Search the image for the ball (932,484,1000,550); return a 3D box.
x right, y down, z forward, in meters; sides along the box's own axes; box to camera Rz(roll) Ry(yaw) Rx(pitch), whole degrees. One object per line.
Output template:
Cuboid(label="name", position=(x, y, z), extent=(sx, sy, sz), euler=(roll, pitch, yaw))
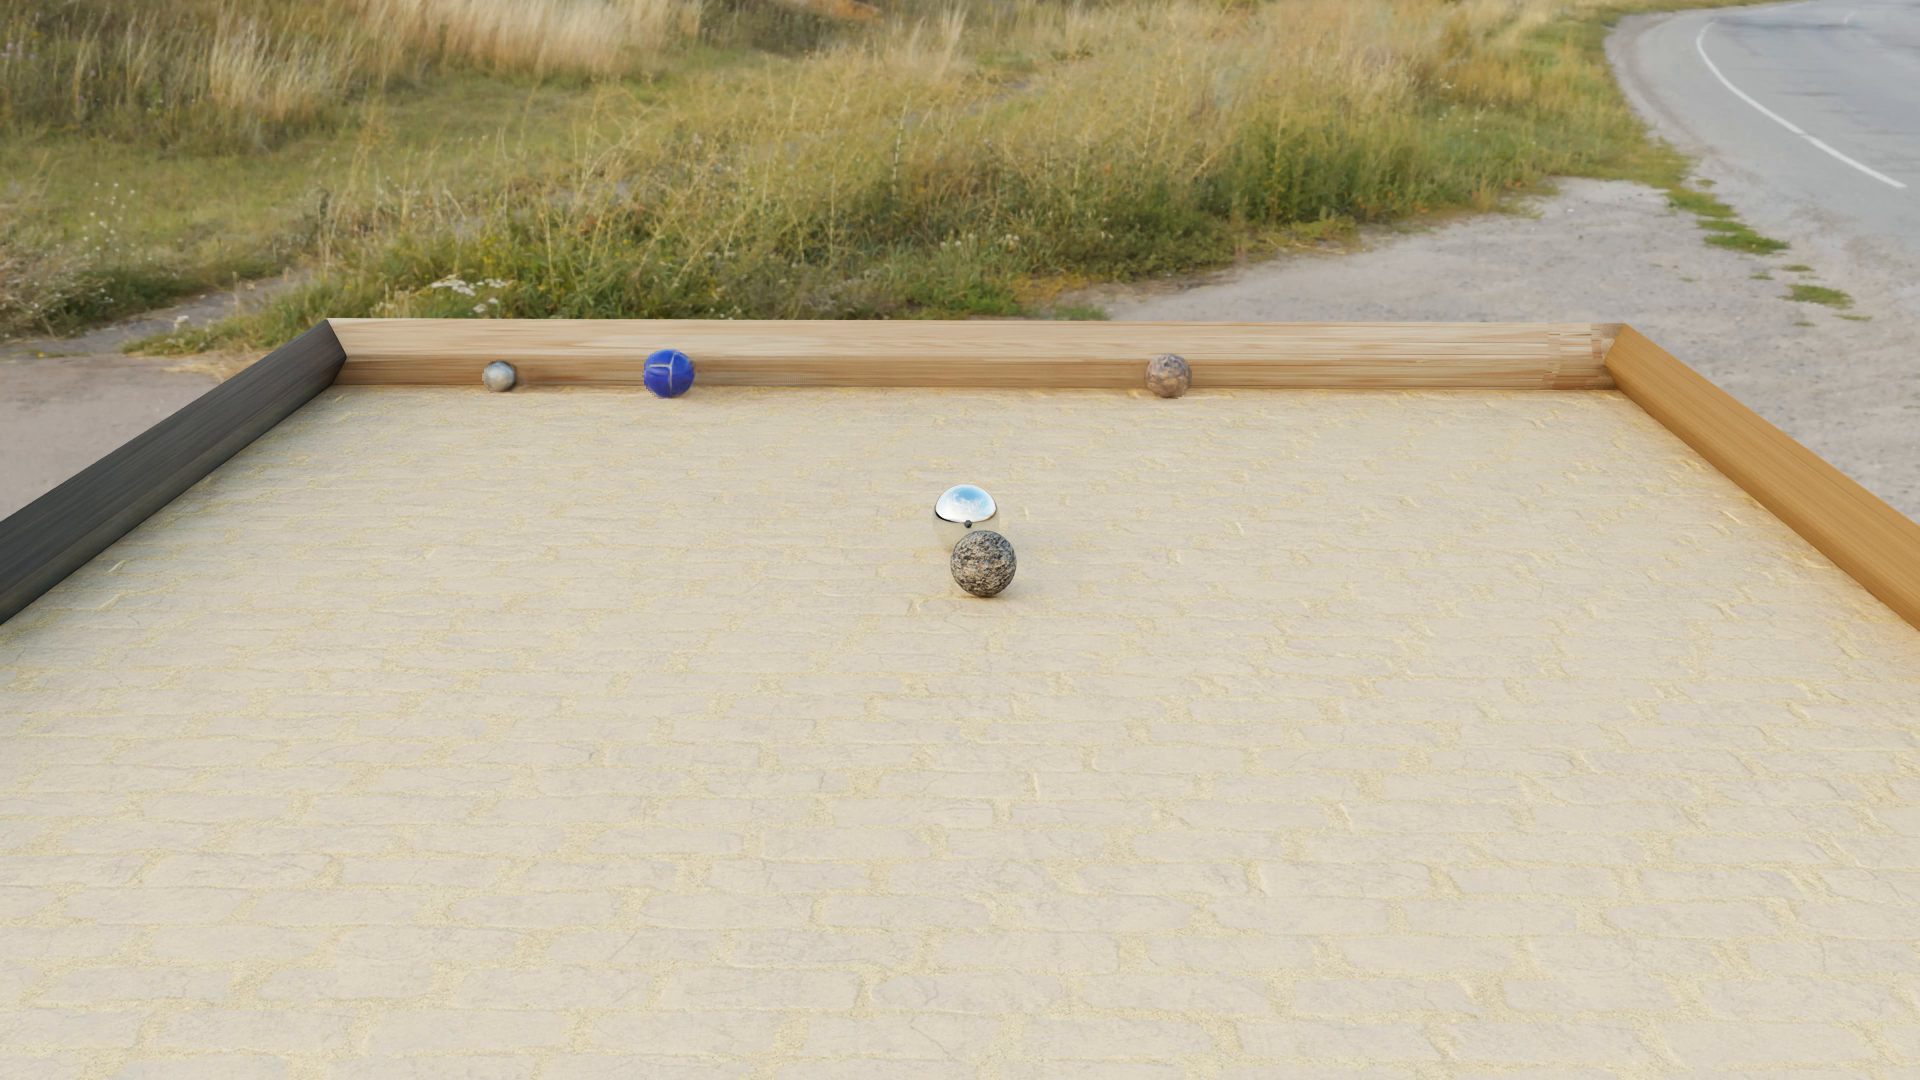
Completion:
Cuboid(label="ball", position=(0.008, -0.029, 2.945), extent=(0.092, 0.092, 0.092), euler=(0, 16, 0))

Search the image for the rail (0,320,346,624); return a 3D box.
Cuboid(label="rail", position=(-1.155, 0.286, 1.817), extent=(0.045, 0.119, 4.444), euler=(0, 16, 1))

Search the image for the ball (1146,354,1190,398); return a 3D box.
Cuboid(label="ball", position=(0.363, -0.287, 3.851), extent=(0.077, 0.077, 0.077), euler=(0, 16, 0))

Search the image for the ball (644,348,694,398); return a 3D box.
Cuboid(label="ball", position=(-0.508, -0.291, 3.848), extent=(0.086, 0.086, 0.086), euler=(0, 16, 0))

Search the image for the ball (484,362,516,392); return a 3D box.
Cuboid(label="ball", position=(-0.814, -0.289, 3.897), extent=(0.055, 0.055, 0.055), euler=(0, 16, 0))

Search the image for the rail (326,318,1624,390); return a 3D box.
Cuboid(label="rail", position=(0.021, -0.326, 3.905), extent=(2.313, 0.119, 0.045), euler=(0, 16, 1))

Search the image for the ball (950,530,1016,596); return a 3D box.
Cuboid(label="ball", position=(0.029, 0.029, 2.760), extent=(0.083, 0.083, 0.083), euler=(0, 16, 0))

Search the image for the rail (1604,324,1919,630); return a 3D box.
Cuboid(label="rail", position=(1.111, 0.299, 1.774), extent=(0.045, 0.119, 4.444), euler=(0, 16, 1))
